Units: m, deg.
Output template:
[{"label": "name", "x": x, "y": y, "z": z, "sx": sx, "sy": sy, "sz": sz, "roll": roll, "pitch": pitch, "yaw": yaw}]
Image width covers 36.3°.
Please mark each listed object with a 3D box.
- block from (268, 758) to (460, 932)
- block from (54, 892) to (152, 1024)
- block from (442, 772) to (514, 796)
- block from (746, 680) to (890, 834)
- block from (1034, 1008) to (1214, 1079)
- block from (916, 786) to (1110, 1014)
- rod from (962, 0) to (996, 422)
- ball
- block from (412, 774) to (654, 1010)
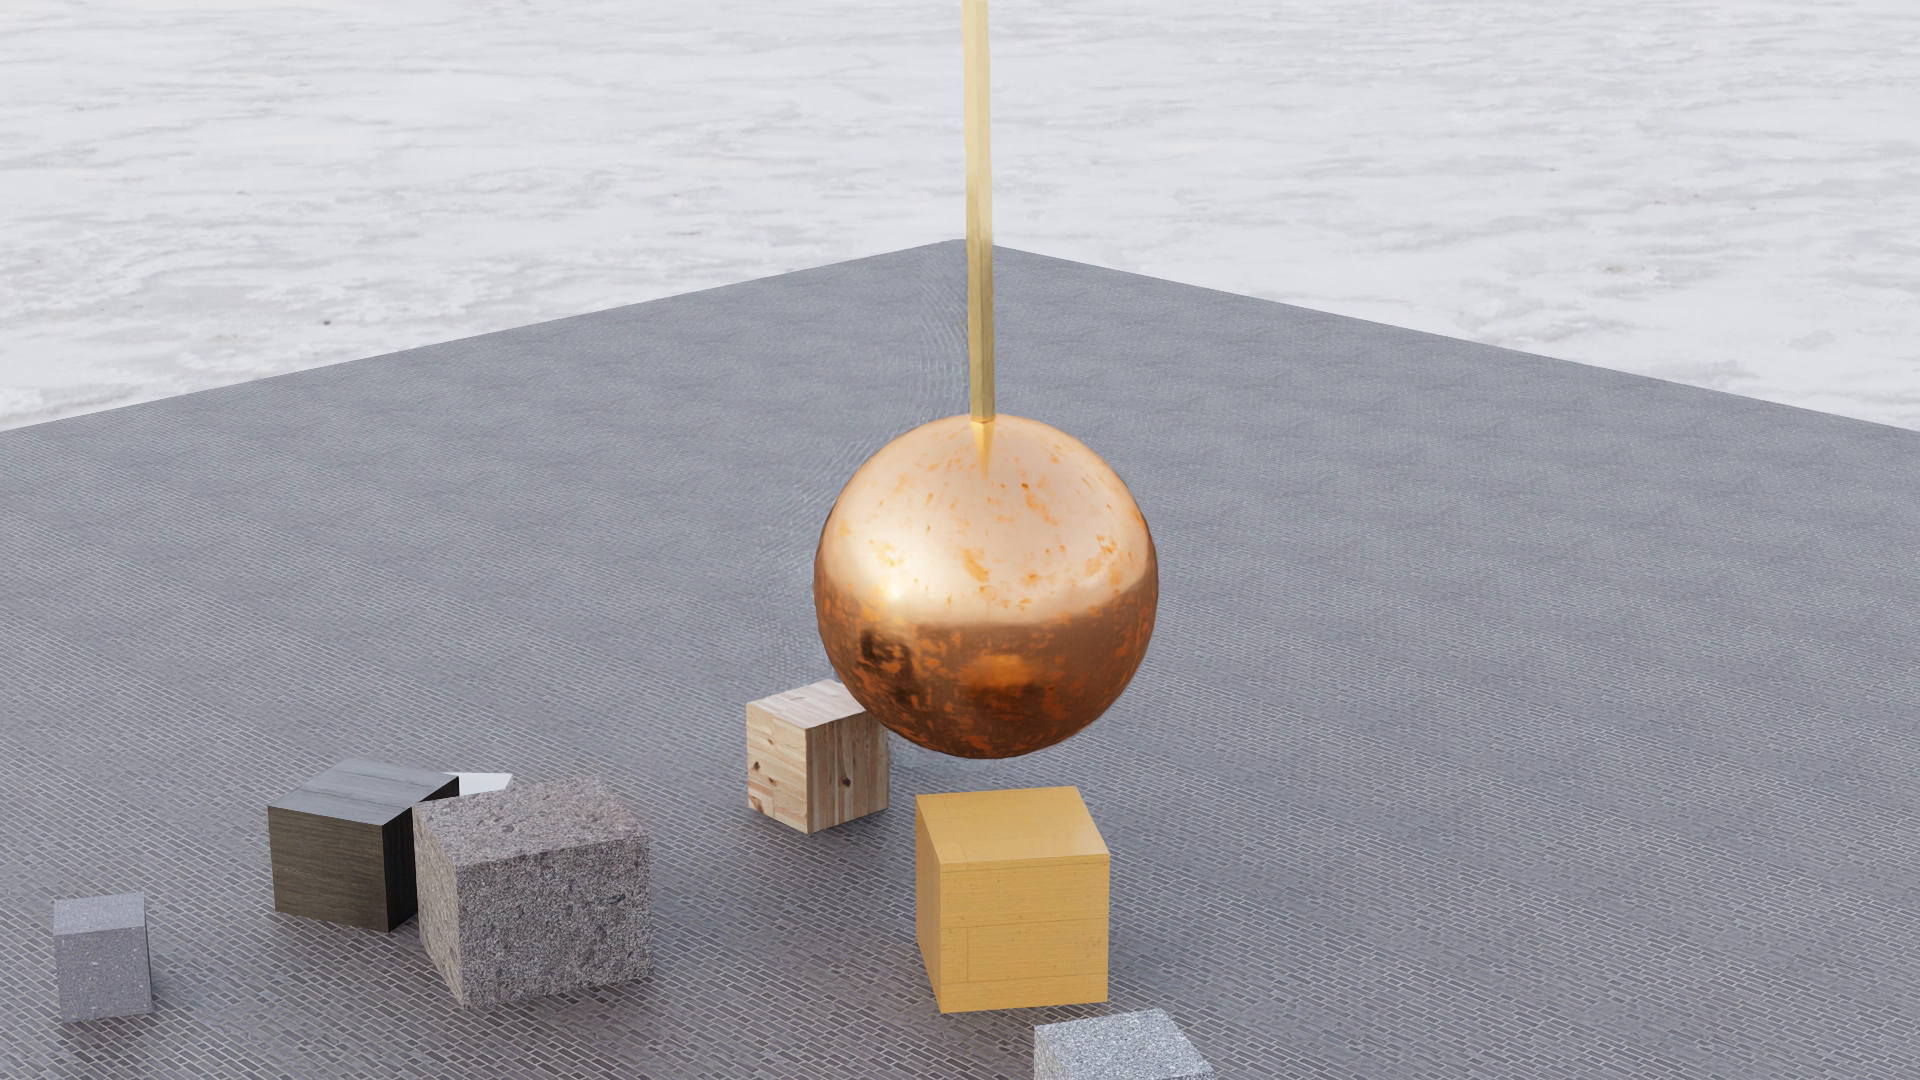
[{"label": "block", "x": -2.660, "y": 1.361, "z": 13.166, "sx": 0.593, "sy": 0.508, "sz": 0.625, "roll": 7, "pitch": 19, "yaw": 22}, {"label": "block", "x": -3.560, "y": 1.731, "z": 12.183, "sx": 0.360, "sy": 0.392, "sz": 0.350, "roll": -5, "pitch": 18, "yaw": -15}, {"label": "block", "x": -2.273, "y": 1.300, "z": 13.661, "sx": 0.331, "sy": 0.327, "sz": 0.334, "roll": 1, "pitch": 17, "yaw": 3}, {"label": "block", "x": -0.684, "y": 1.039, "z": 14.145, "sx": 0.509, "sy": 0.535, "sz": 0.458, "roll": -15, "pitch": 23, "yaw": -39}, {"label": "block", "x": 0.597, "y": 2.103, "z": 10.805, "sx": 0.504, "sy": 0.510, "sz": 0.527, "roll": -5, "pitch": 18, "yaw": -17}, {"label": "block", "x": 0.211, "y": 1.511, "z": 12.419, "sx": 0.702, "sy": 0.670, "sz": 0.739, "roll": -3, "pitch": 18, "yaw": -8}, {"label": "rod", "x": 0.052, "y": -3.012, "z": 12.449, "sx": 0.080, "sy": 5.200, "sz": 0.080, "roll": 17, "pitch": 26, "yaw": 42}, {"label": "ball", "x": 0.120, "y": 0.210, "z": 13.533, "sx": 1.600, "sy": 1.600, "sz": 1.600, "roll": 0, "pitch": 17, "yaw": 0}, {"label": "block", "x": -1.828, "y": 1.490, "z": 12.525, "sx": 0.824, "sy": 0.647, "sz": 0.735, "roll": -8, "pitch": 19, "yaw": -23}]
